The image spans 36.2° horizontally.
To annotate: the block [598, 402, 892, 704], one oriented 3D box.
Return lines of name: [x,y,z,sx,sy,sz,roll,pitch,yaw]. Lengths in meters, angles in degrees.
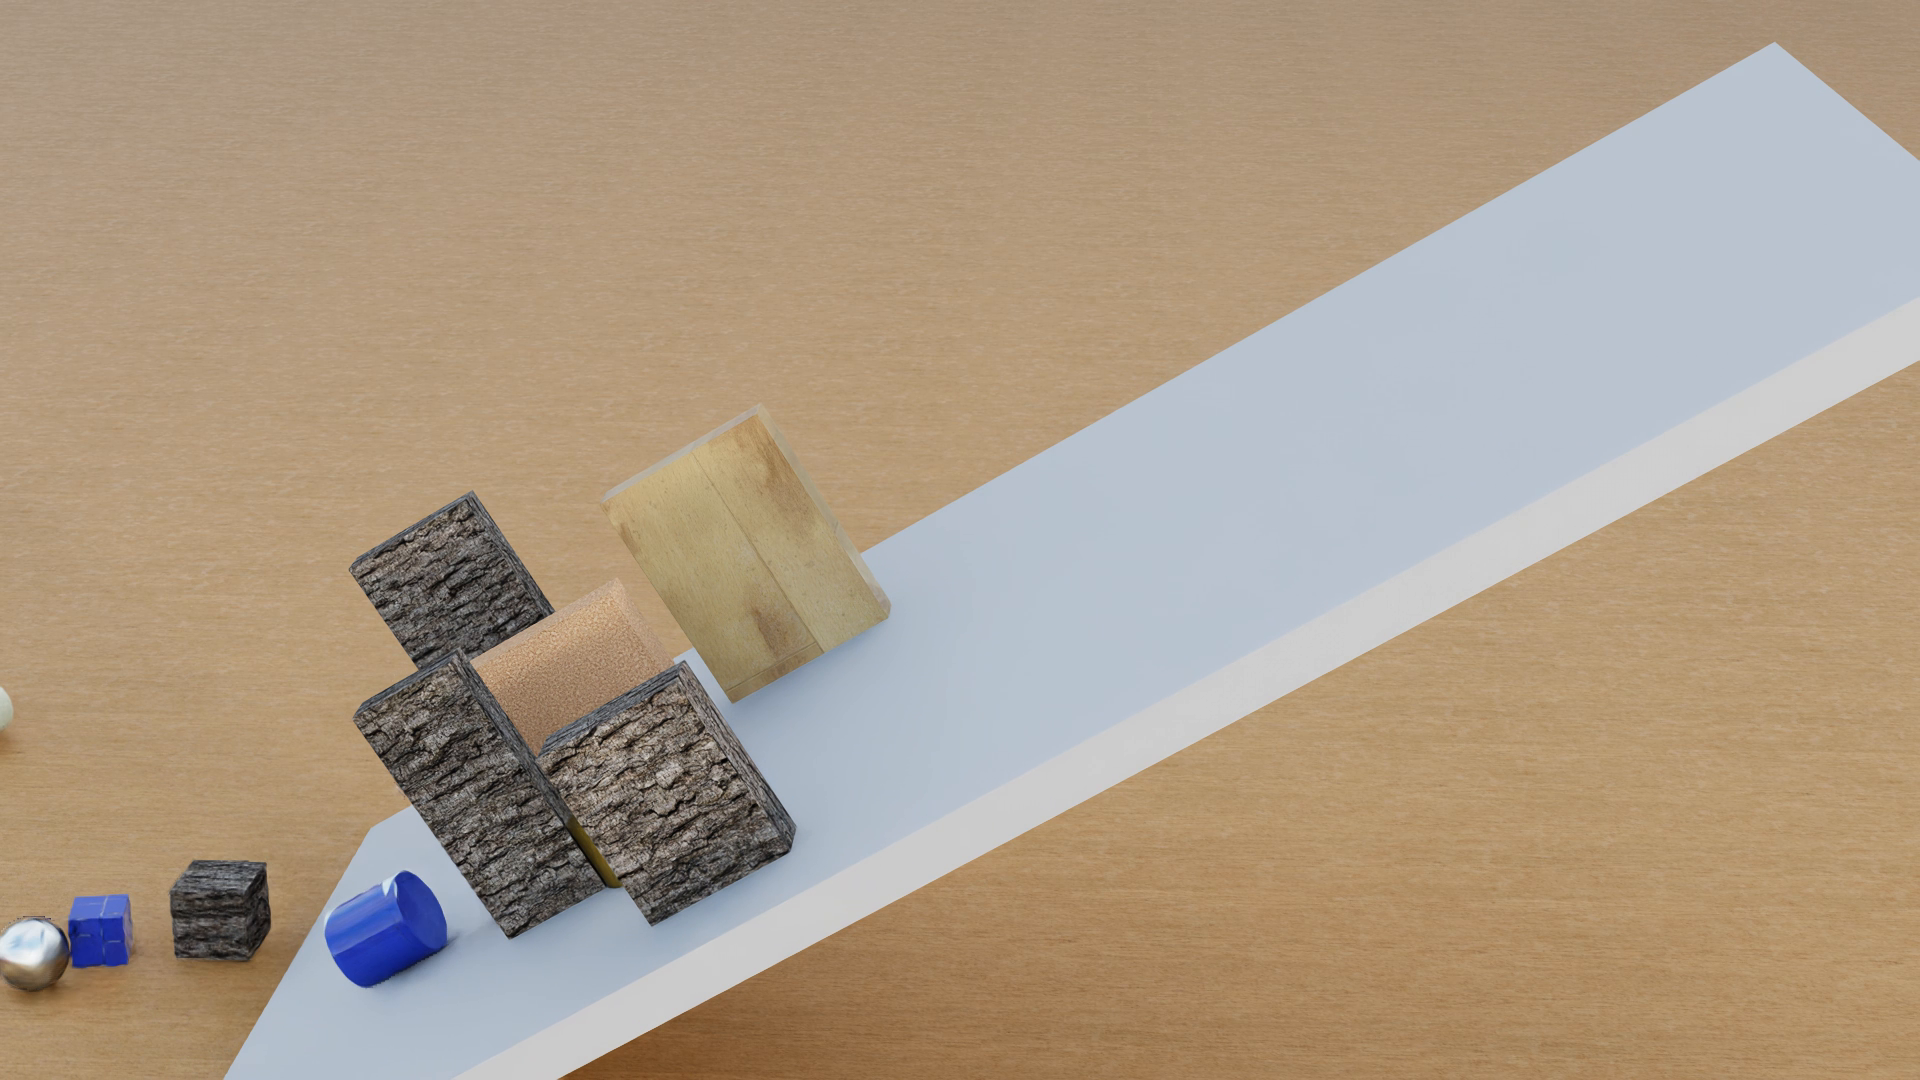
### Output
block: [-0.486,0.034,6.705,0.425,0.560,0.091,-29,15,13]

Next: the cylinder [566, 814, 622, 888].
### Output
cylinder: [-0.705,0.611,6.086,0.156,0.156,0.156,-30,15,9]

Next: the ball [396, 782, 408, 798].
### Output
ball: [-1.404,0.617,7.651,0.129,0.129,0.129,0,19,0]

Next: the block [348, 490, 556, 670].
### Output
block: [-1.142,0.250,7.132,0.343,0.673,0.086,-29,15,13]

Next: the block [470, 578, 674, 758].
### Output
block: [-0.833,0.382,6.531,0.443,0.438,0.101,-29,15,13]

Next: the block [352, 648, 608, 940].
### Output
block: [-0.985,0.528,6.094,0.246,0.578,0.090,-29,15,13]

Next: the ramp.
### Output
ramp: [0.142,0.168,6.288,4.000,0.100,2.000,-29,15,13]

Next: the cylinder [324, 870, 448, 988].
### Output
cylinder: [-1.245,0.844,6.380,0.188,0.188,0.188,-29,15,13]

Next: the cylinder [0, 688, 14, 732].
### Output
cylinder: [-2.815,0.501,8.387,0.158,0.158,0.158,6,20,18]

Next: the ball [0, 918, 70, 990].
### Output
ball: [-2.201,0.983,6.979,0.170,0.170,0.170,0,19,0]

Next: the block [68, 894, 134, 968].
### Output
block: [-2.085,0.949,7.142,0.128,0.128,0.128,-3,19,-8]

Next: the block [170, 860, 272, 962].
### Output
block: [-1.805,0.905,7.186,0.181,0.181,0.181,1,19,4]

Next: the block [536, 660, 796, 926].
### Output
block: [-0.565,0.491,5.691,0.321,0.406,0.119,-29,15,13]
